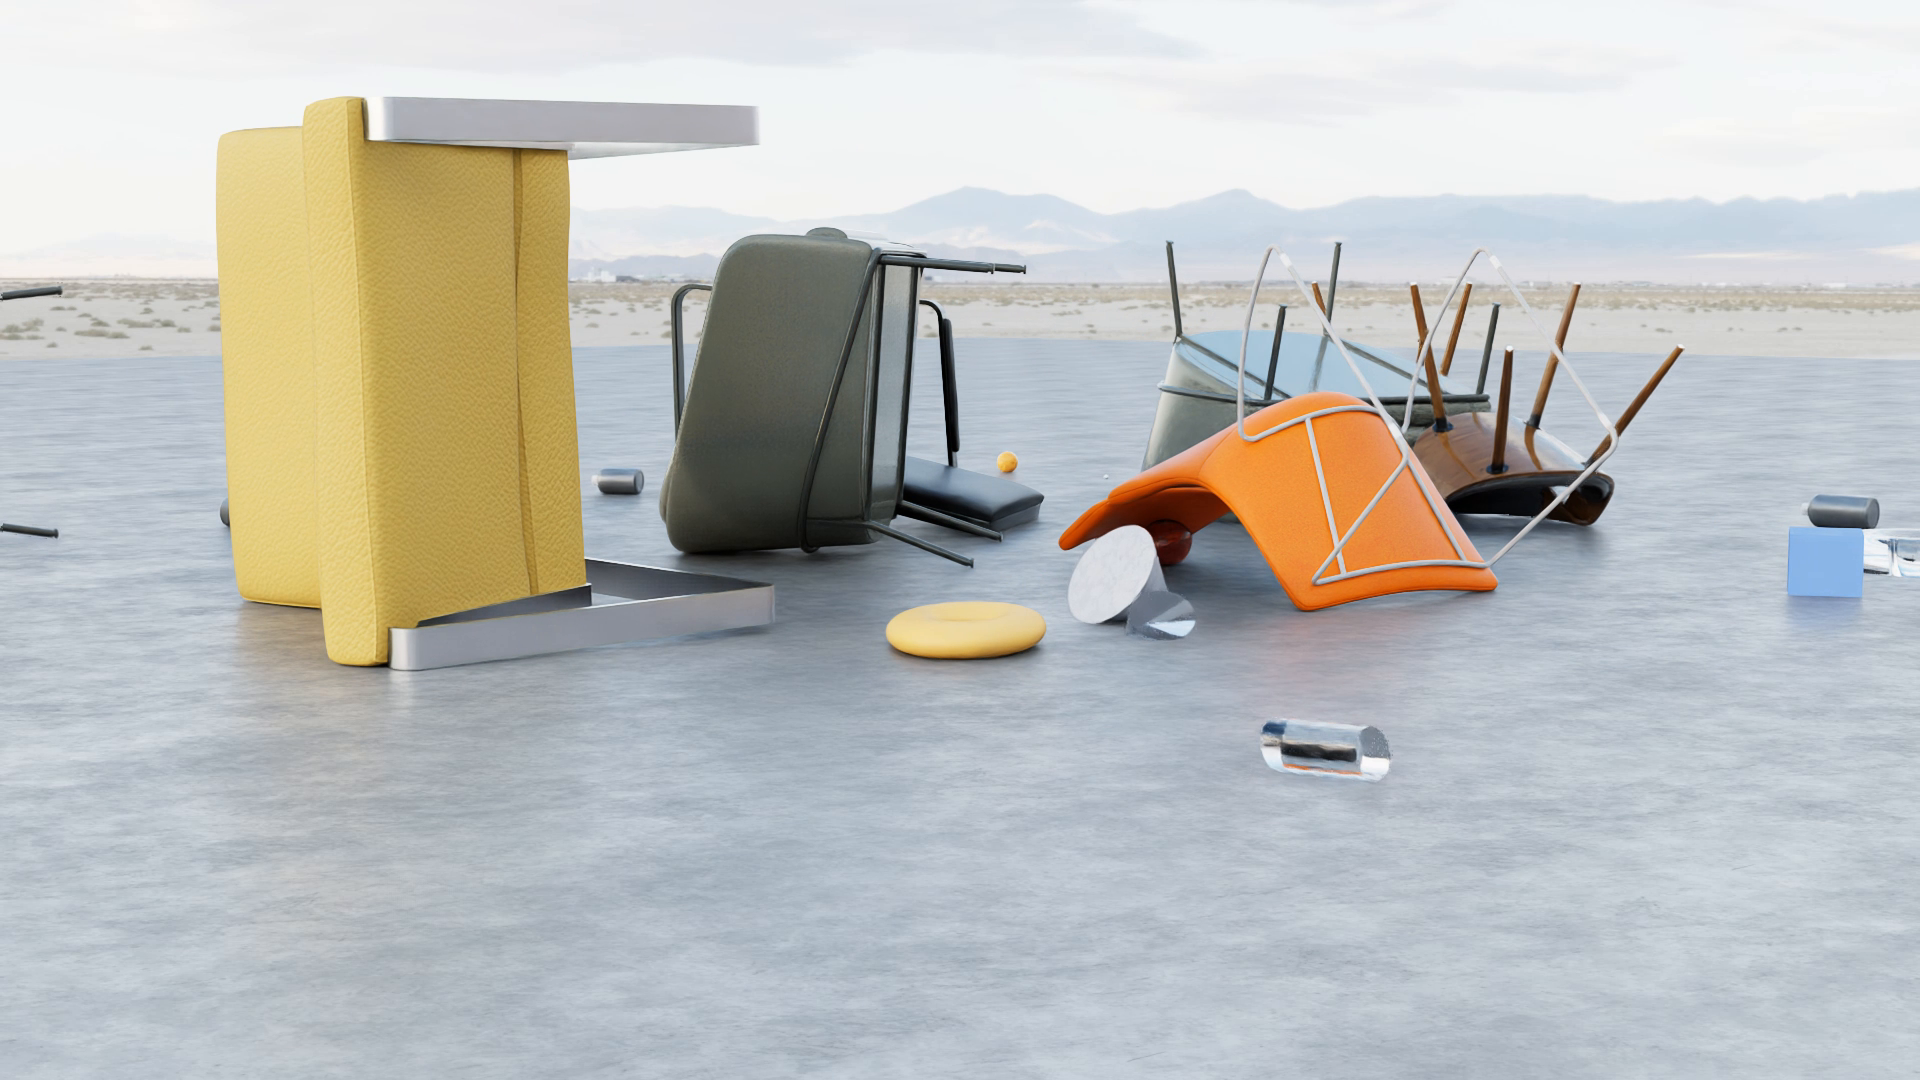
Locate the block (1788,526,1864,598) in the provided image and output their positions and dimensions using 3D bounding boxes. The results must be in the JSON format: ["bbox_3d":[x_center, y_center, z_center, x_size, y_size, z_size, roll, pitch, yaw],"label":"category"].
[{"bbox_3d":[1.808,0.045,5.362,0.146,0.126,0.168,2,6,17],"label":"block"}]

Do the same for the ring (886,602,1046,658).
[{"bbox_3d":[0.012,0.159,4.564,0.282,0.064,0.380,1,6,11],"label":"ring"}]

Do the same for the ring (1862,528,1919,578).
[{"bbox_3d":[2.151,0.030,5.694,0.422,0.088,0.280,2,7,16],"label":"ring"}]

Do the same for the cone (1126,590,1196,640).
[{"bbox_3d":[0.336,0.155,4.694,0.168,0.094,0.105,-3,-19,-40],"label":"cone"}]

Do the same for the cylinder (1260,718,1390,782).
[{"bbox_3d":[0.480,0.275,3.366,0.133,0.069,0.122,4,-14,31],"label":"cylinder"}]

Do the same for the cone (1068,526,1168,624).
[{"bbox_3d":[0.353,0.105,4.948,0.200,0.217,0.183,31,20,-40],"label":"cone"}]
